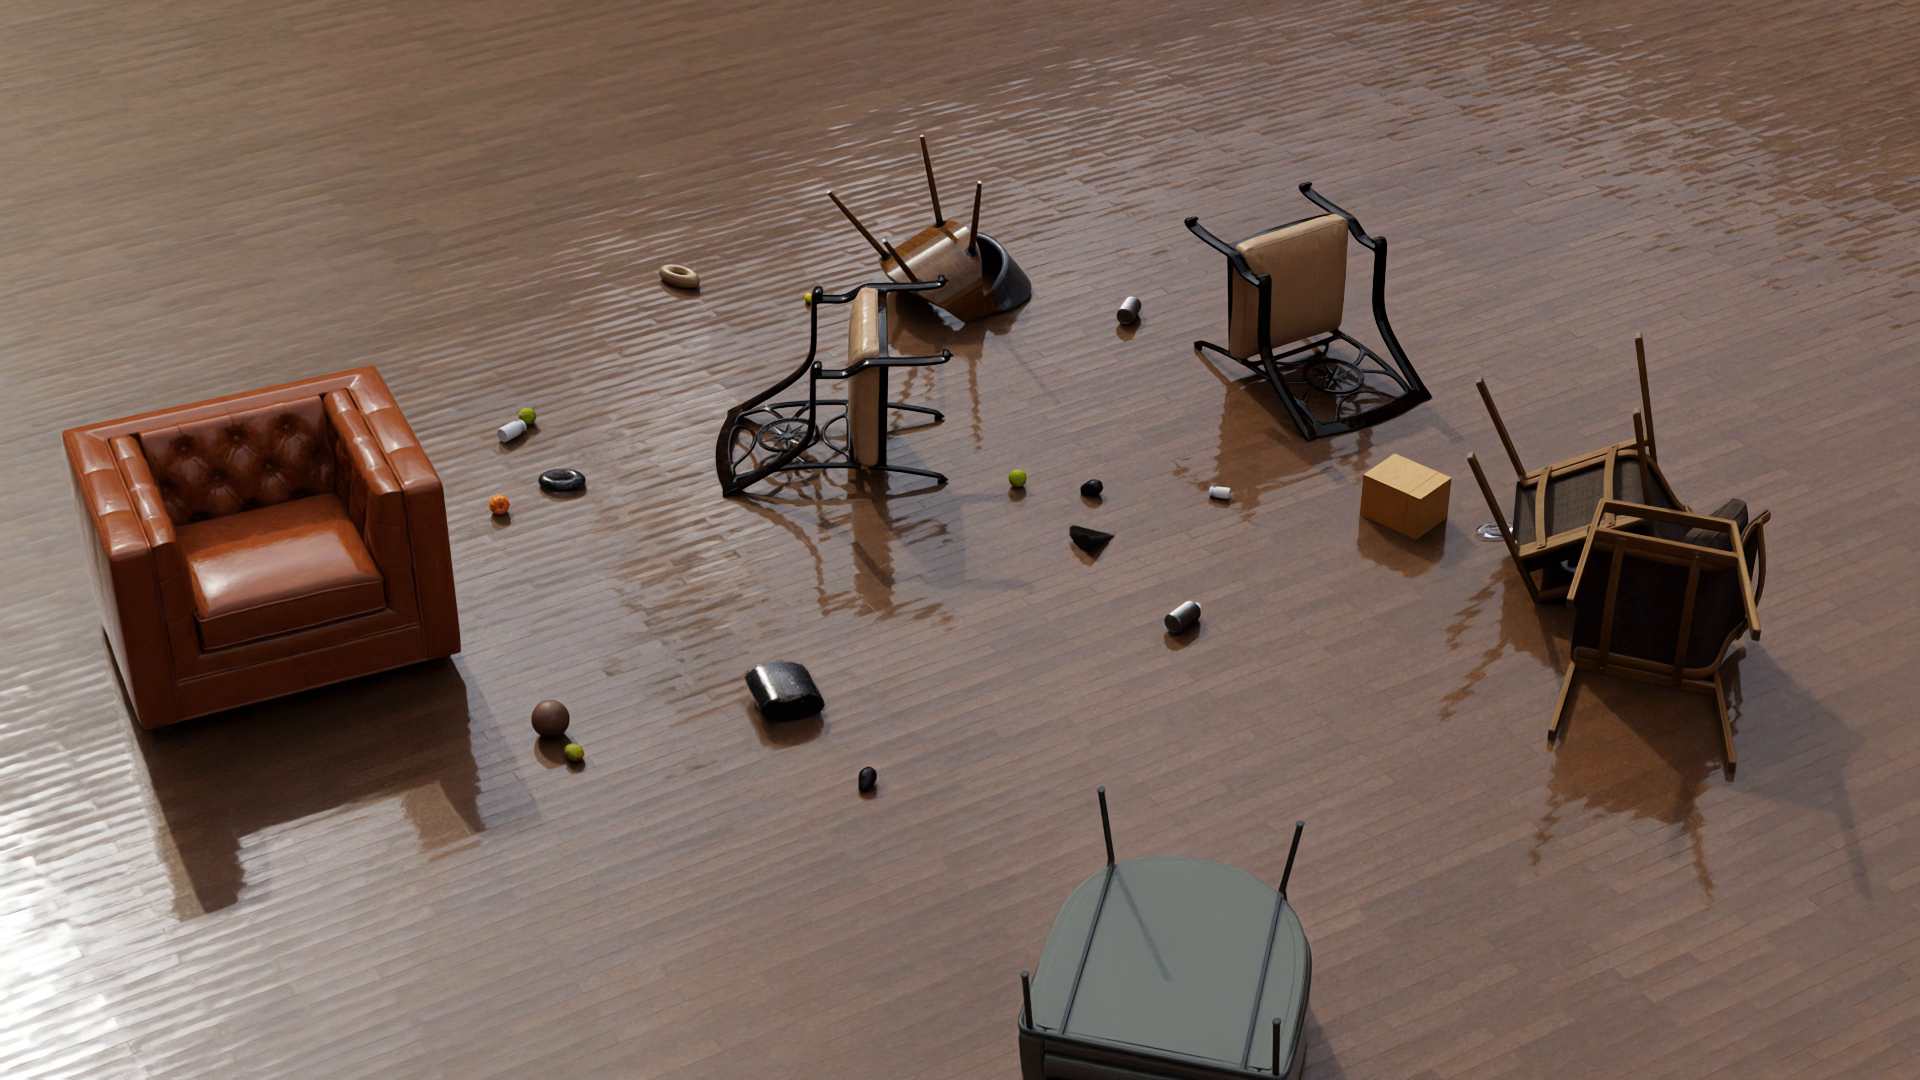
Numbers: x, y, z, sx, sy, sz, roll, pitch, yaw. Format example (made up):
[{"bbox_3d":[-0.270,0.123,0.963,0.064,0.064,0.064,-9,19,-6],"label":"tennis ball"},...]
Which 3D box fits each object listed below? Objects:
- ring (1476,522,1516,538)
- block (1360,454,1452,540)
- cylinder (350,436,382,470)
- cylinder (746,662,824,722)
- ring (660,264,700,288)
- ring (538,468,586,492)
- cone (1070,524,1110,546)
[{"bbox_3d":[2.007,-0.041,10.985,0.156,0.024,0.088,-9,34,-13],"label":"ring"},{"bbox_3d":[1.676,-0.165,11.031,0.258,0.179,0.202,27,42,34],"label":"block"},{"bbox_3d":[-2.304,-0.337,11.367,0.107,0.093,0.098,24,18,-36],"label":"cylinder"},{"bbox_3d":[-0.601,0.519,10.054,0.228,0.110,0.197,-4,33,-21],"label":"cylinder"},{"bbox_3d":[-1.207,-1.133,12.610,0.213,0.061,0.101,20,40,29],"label":"ring"},{"bbox_3d":[-1.528,-0.229,11.253,0.184,0.044,0.132,3,33,7],"label":"ring"},{"bbox_3d":[0.515,-0.012,10.930,0.158,0.075,0.154,5,15,-40],"label":"cone"}]
